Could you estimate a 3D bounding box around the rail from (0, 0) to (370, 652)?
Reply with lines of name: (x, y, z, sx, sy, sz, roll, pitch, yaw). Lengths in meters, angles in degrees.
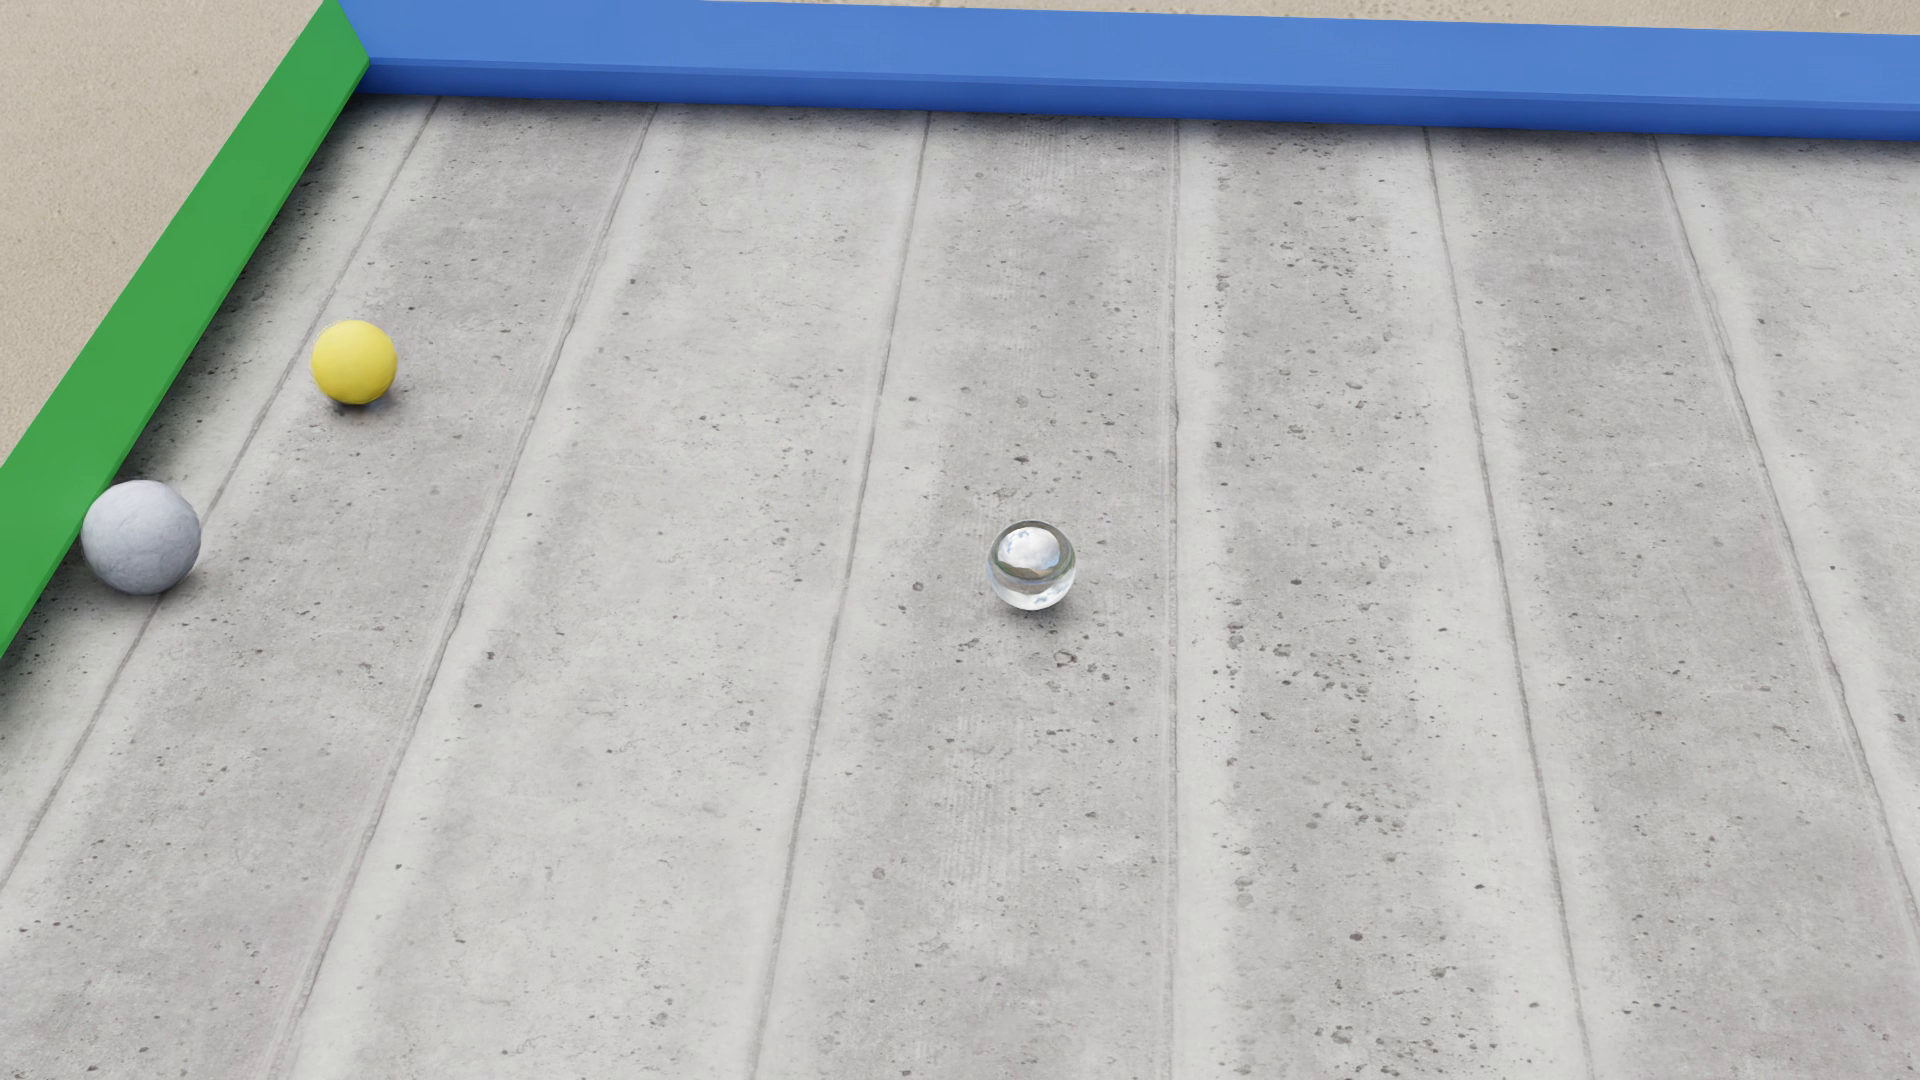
rail: (-0.667, -0.045, 1.941, 0.045, 0.110, 1.619, 2, 35, 3)

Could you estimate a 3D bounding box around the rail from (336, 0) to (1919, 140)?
rail: (0.747, -0.437, 2.505, 2.769, 0.110, 0.045, 2, 35, 3)

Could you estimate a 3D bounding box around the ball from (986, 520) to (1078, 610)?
ball: (0.053, 0.018, 1.889, 0.067, 0.067, 0.067, 0, 35, 0)

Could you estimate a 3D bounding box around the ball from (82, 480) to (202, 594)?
ball: (-0.607, -0.002, 1.903, 0.085, 0.085, 0.085, 0, 35, 0)

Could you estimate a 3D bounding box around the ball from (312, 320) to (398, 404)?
ball: (-0.501, -0.147, 2.125, 0.070, 0.070, 0.070, 0, 35, 0)
